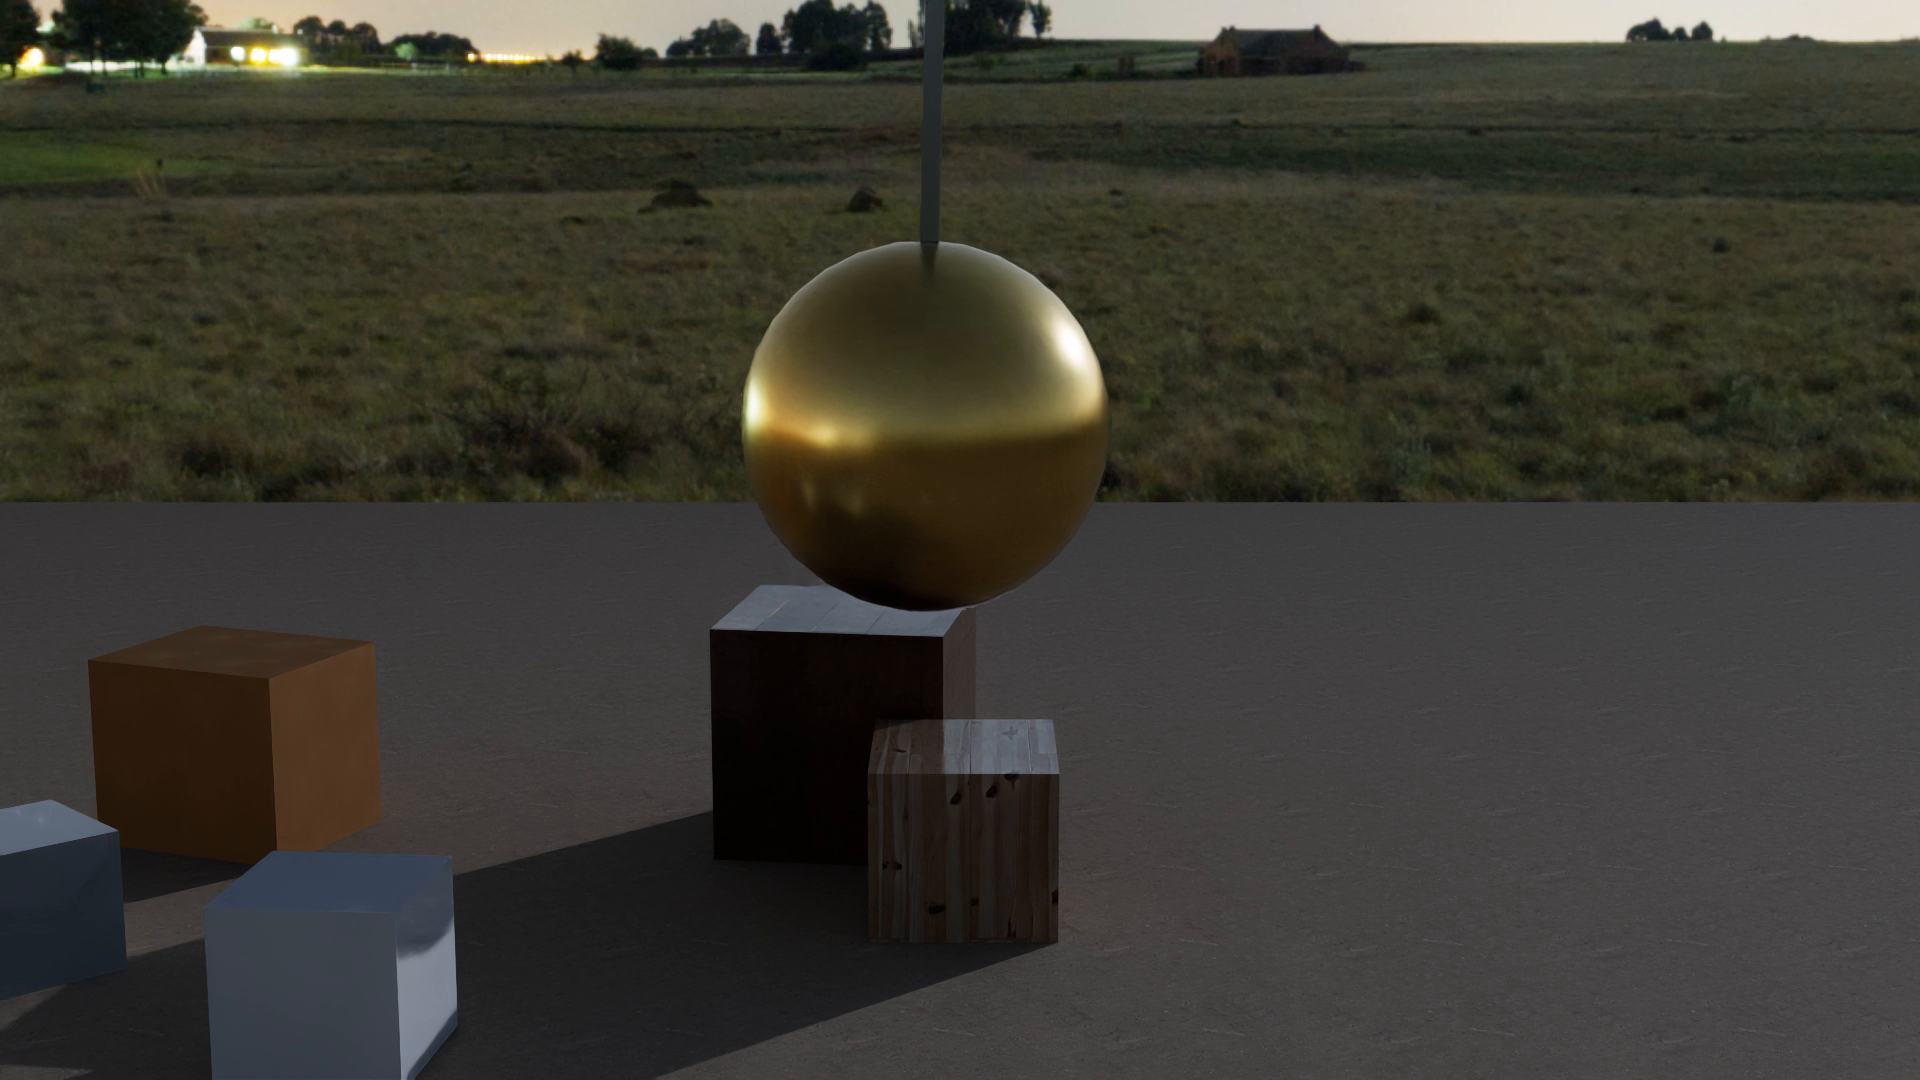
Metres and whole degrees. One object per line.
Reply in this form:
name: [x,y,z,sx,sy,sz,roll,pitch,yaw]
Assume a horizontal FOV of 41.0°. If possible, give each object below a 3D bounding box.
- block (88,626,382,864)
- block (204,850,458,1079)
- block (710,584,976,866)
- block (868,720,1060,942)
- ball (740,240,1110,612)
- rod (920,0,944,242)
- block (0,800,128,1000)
block: [-3.365,0.941,11.958,0.994,0.870,0.805,4,11,21]
block: [-2.250,1.543,9.240,0.682,0.658,0.665,1,10,6]
block: [-0.520,0.845,11.938,1.051,1.066,1.017,2,10,8]
block: [0.016,1.217,10.876,0.776,0.714,0.888,0,10,0]
ball: [-0.151,-0.491,11.091,1.600,1.600,1.600,0,10,0]
rod: [-0.065,-3.835,10.483,0.080,5.200,0.080,1,10,0]
block: [-3.756,1.424,10.146,0.649,0.568,0.611,-10,14,-43]
